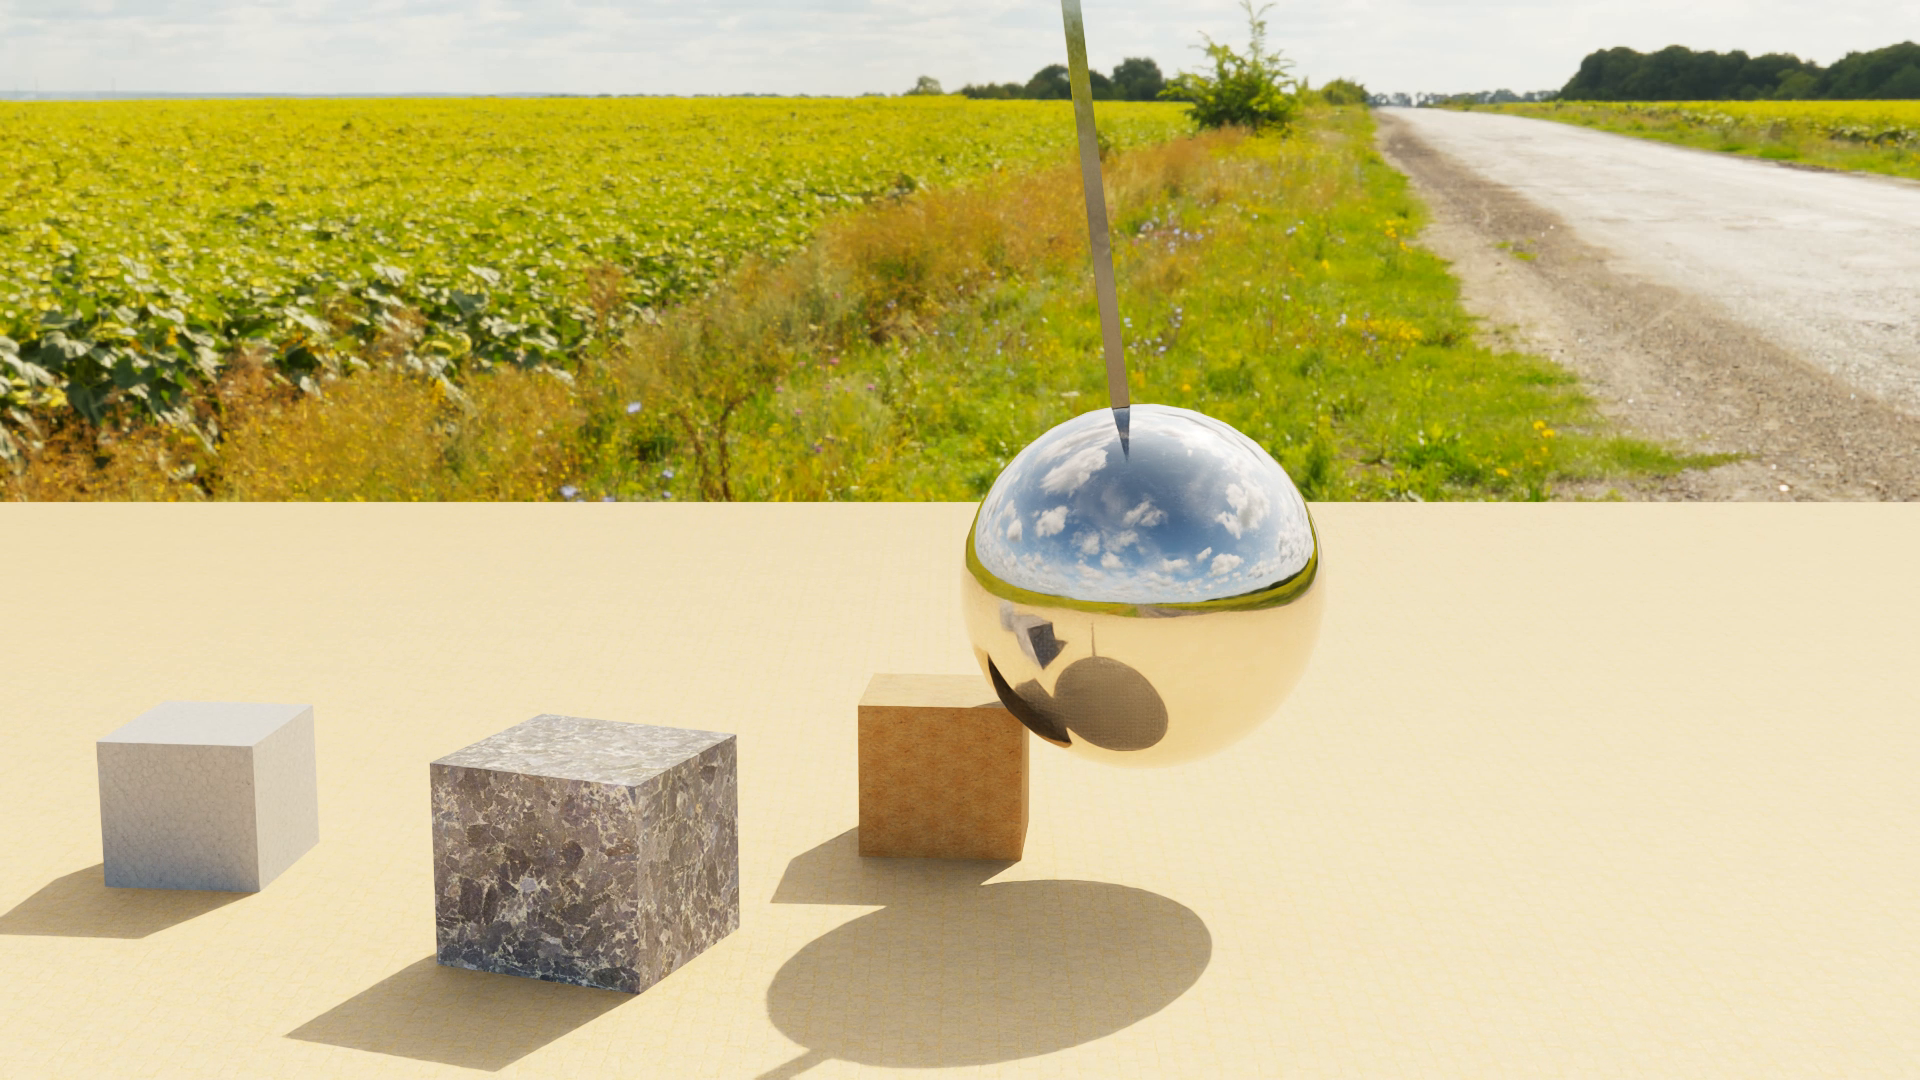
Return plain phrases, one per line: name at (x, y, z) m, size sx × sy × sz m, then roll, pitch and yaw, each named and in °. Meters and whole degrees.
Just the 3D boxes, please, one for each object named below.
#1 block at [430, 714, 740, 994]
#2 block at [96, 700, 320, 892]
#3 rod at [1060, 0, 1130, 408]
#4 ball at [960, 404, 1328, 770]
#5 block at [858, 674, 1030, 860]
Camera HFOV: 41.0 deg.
block at (-1.502, 1.246, 10.390) m, size 0.919 × 0.832 × 0.853 m, roll 4°, pitch 11°, yaw 22°
block at (-3.352, 1.136, 11.489) m, size 0.701 × 0.655 × 0.745 m, roll 1°, pitch 10°, yaw 6°
rod at (0.346, -3.113, 10.614) m, size 0.080 × 5.200 × 0.080 m, roll -8°, pitch 10°, yaw 1°
ball at (0.799, 0.203, 11.217) m, size 1.600 × 1.600 × 1.600 m, roll 0°, pitch 10°, yaw 0°
block at (-0.066, 1.039, 11.872) m, size 0.739 × 0.707 × 0.631 m, roll 1°, pitch 10°, yaw 5°
